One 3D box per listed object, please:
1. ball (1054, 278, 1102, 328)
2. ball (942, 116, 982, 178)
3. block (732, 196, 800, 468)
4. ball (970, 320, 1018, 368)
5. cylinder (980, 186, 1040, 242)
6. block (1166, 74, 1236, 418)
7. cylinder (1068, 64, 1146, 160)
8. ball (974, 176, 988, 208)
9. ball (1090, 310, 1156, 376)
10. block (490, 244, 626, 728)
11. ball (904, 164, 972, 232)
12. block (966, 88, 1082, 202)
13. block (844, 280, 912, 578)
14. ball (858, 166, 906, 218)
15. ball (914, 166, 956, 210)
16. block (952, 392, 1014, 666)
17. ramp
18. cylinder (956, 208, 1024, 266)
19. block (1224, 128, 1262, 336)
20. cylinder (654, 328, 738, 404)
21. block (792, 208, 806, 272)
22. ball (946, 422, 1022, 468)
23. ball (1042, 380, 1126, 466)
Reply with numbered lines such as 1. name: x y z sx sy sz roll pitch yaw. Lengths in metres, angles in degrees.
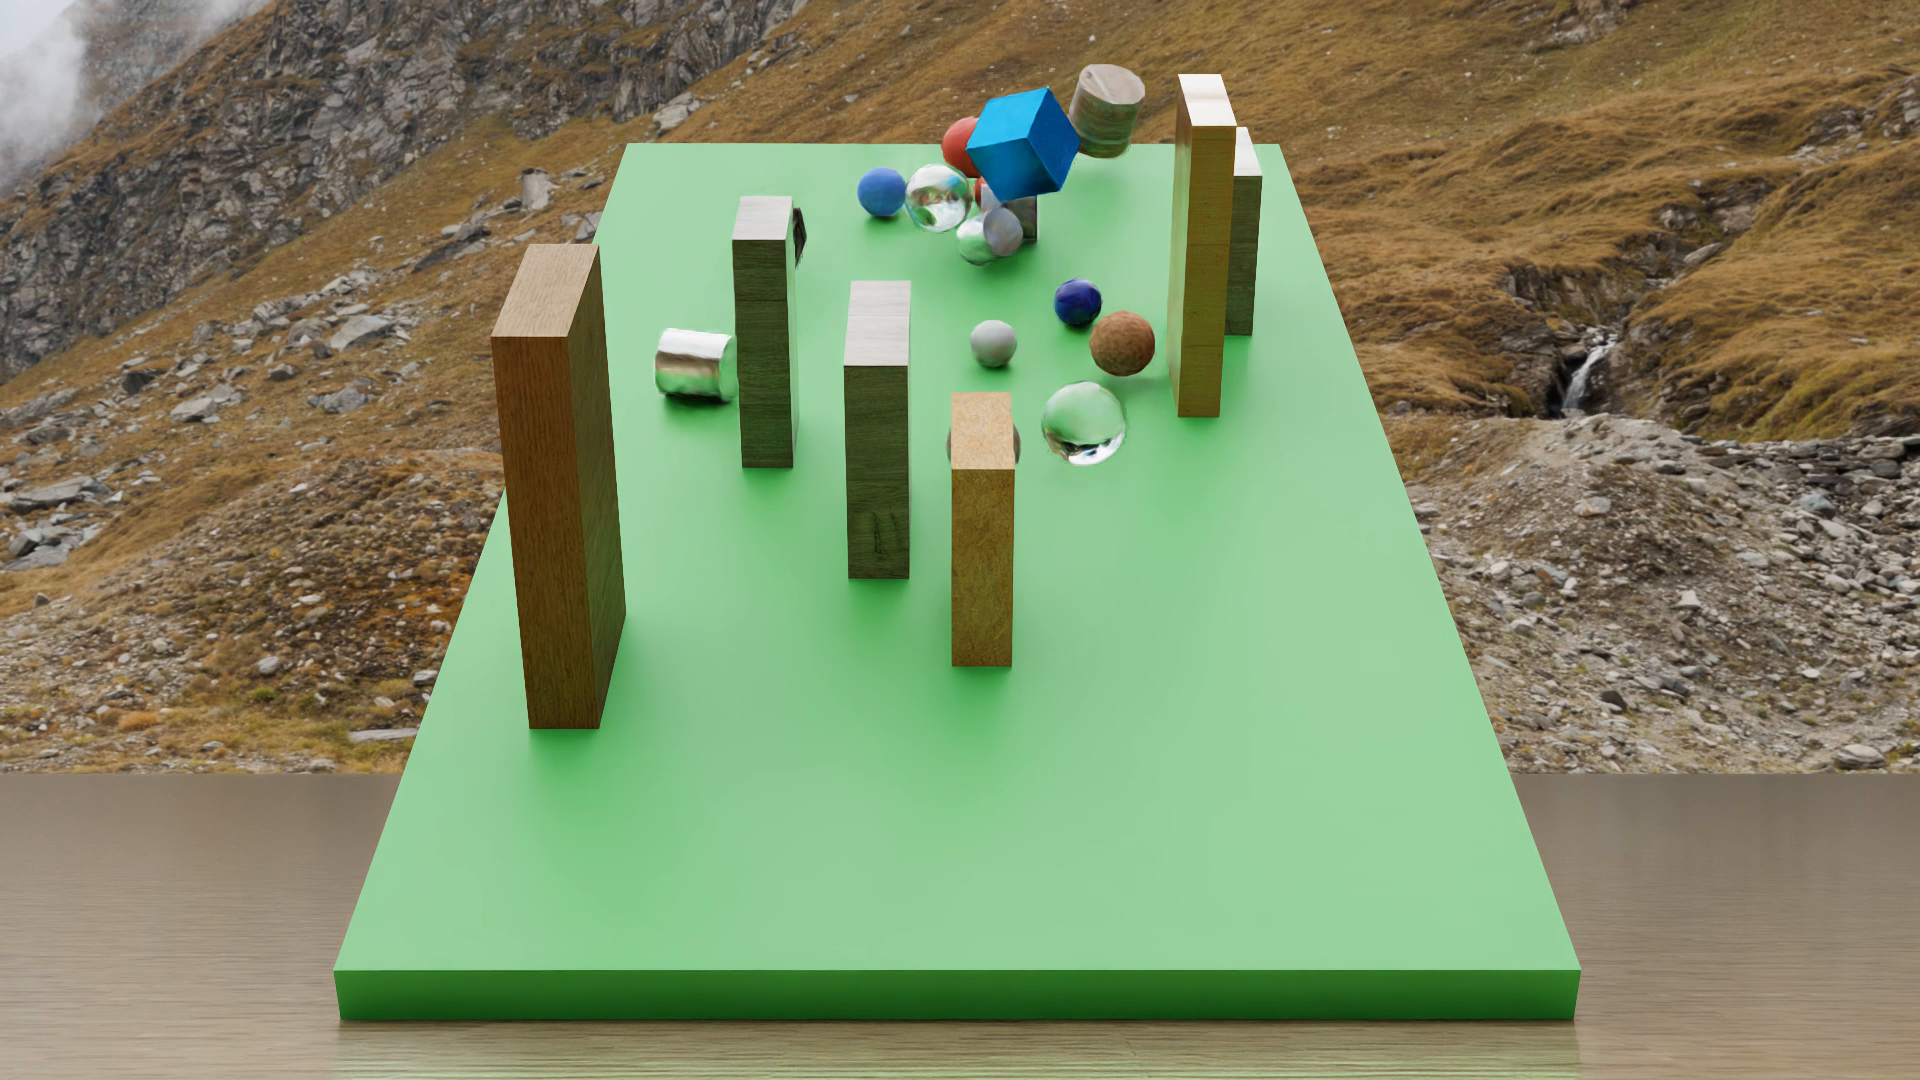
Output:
1. ball: 0.300 -0.604 6.090 0.125 0.125 0.125 0 -5 0
2. ball: 0.034 -1.083 6.606 0.168 0.168 0.168 0 -5 0
3. block: -0.434 -0.467 5.388 0.116 0.550 0.265 0 28 0
4. ball: 0.081 -0.482 5.872 0.117 0.117 0.117 0 -5 0
5. cylinder: 0.137 -0.899 6.597 0.156 0.156 0.156 2 -5 4
6. block: 0.563 -0.692 5.635 0.098 0.715 0.371 0 28 0
7. cylinder: 0.422 -1.257 7.013 0.197 0.197 0.197 2 -43 -16
8. ball: 0.110 -0.988 6.777 0.144 0.144 0.144 0 -5 0
9. ball: 0.393 -0.475 5.785 0.159 0.159 0.159 0 -5 0
10. block: -0.736 -0.100 4.452 0.130 0.794 0.429 0 28 0
11. ball: -0.059 -0.933 6.515 0.185 0.185 0.185 0 -5 0
12. block: 0.171 -1.059 6.418 0.195 0.195 0.195 -5 -42 35
13. block: -0.168 -0.237 5.033 0.127 0.484 0.439 0 28 0
14. ball: -0.220 -0.986 6.774 0.141 0.141 0.141 0 -5 0
15. ball: -0.071 -1.006 6.832 0.123 0.123 0.123 0 -5 0
16. block: 0.042 -0.024 4.699 0.117 0.429 0.340 0 28 0
17. ramp: -0.012 -0.220 5.616 2.000 0.100 4.000 0 28 0
18. cylinder: 0.079 -0.811 6.405 0.129 0.129 0.129 3 -8 -32
19. block: 0.686 -0.793 6.126 0.109 0.426 0.364 0 28 0
20. cylinder: -0.622 -0.415 5.692 0.160 0.160 0.160 10 -3 11
21. block: -0.481 -0.789 6.247 0.121 0.121 0.121 11 -26 10
22. ball: 0.052 -0.209 5.315 0.168 0.168 0.168 0 -5 0
23. ball: 0.279 -0.263 5.391 0.191 0.191 0.191 0 -5 0
